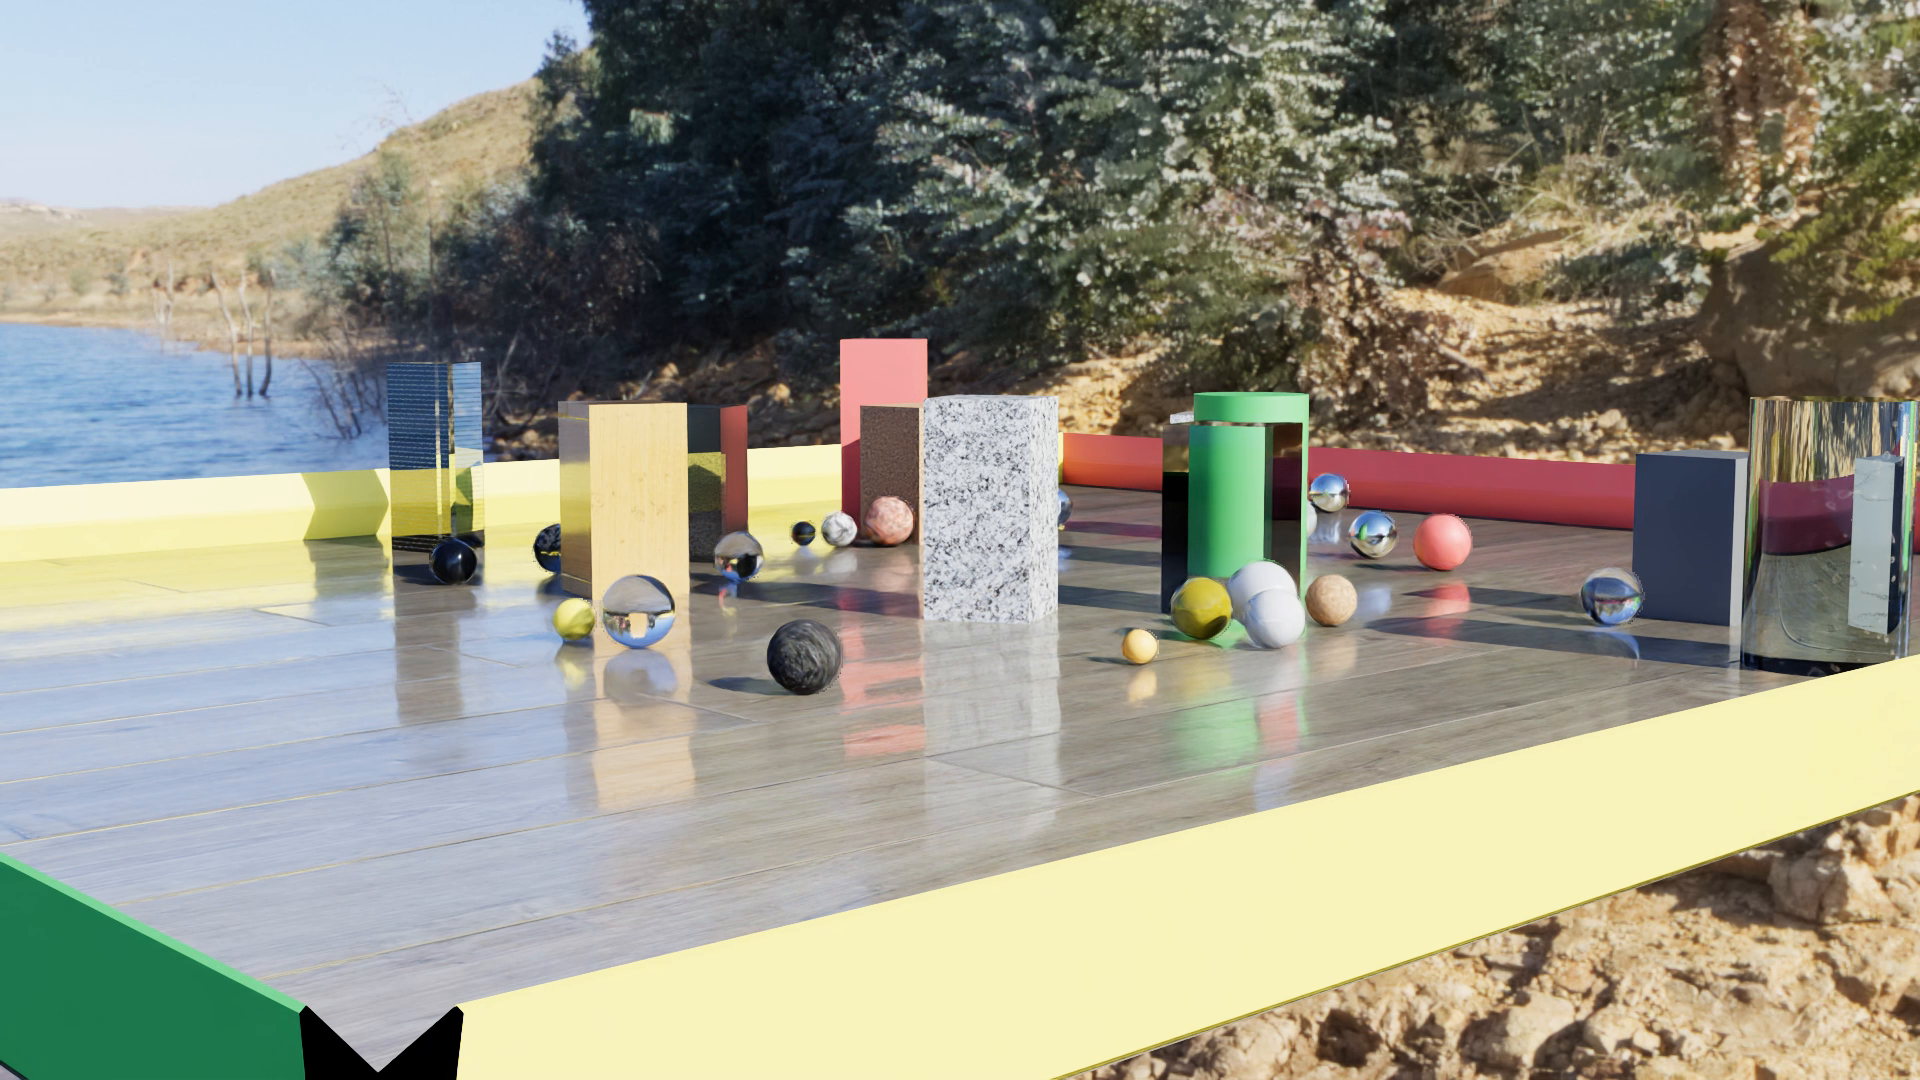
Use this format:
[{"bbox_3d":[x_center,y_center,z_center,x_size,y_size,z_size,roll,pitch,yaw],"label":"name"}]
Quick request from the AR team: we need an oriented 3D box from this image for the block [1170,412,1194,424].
[{"bbox_3d":[0.506,-0.128,4.334,0.158,0.242,0.158,2,6,16],"label":"block"}]

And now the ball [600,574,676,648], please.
[{"bbox_3d":[-0.426,0.093,2.908,0.099,0.099,0.099,0,6,0],"label":"ball"}]

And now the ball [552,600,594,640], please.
[{"bbox_3d":[-0.522,0.108,2.975,0.056,0.056,0.056,0,6,0],"label":"ball"}]

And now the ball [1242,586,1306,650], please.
[{"bbox_3d":[0.414,0.104,2.896,0.084,0.084,0.084,0,6,0],"label":"ball"}]

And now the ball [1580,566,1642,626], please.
[{"bbox_3d":[0.924,0.079,3.119,0.084,0.084,0.084,0,6,0],"label":"ball"}]

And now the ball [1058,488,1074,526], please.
[{"bbox_3d":[0.192,-0.066,4.518,0.081,0.081,0.081,0,6,0],"label":"ball"}]

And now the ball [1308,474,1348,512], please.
[{"bbox_3d":[0.812,-0.103,4.849,0.086,0.086,0.086,0,6,0],"label":"ball"}]

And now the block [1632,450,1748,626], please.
[{"bbox_3d":[1.095,-0.007,3.204,0.158,0.237,0.158,-5,8,-41],"label":"block"}]

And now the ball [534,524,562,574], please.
[{"bbox_3d":[-0.681,0.014,3.734,0.084,0.084,0.084,0,6,0],"label":"ball"}]

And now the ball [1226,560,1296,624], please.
[{"bbox_3d":[0.420,0.077,3.066,0.098,0.098,0.098,0,6,0],"label":"ball"}]

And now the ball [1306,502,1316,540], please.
[{"bbox_3d":[0.628,-0.039,4.178,0.098,0.098,0.098,0,6,0],"label":"ball"}]

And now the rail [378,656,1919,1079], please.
[{"bbox_3d":[1.046,0.151,2.205,3.613,0.128,0.045,-5,8,-42],"label":"rail"}]

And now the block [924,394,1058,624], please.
[{"bbox_3d":[0.047,-0.049,3.212,0.158,0.319,0.158,2,6,17],"label":"block"}]

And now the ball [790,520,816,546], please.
[{"bbox_3d":[-0.297,-0.013,4.172,0.047,0.047,0.047,0,6,0],"label":"ball"}]

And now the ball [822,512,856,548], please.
[{"bbox_3d":[-0.228,-0.019,4.147,0.066,0.066,0.066,0,6,0],"label":"ball"}]

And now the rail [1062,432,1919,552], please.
[{"bbox_3d":[1.310,-0.092,4.534,0.045,0.128,3.131,-5,8,-42],"label":"rail"}]

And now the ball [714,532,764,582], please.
[{"bbox_3d":[-0.364,0.027,3.623,0.083,0.083,0.083,0,6,0],"label":"ball"}]

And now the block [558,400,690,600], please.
[{"bbox_3d":[-0.533,-0.068,3.481,0.158,0.300,0.158,-3,7,-27],"label":"block"}]

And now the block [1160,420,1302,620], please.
[{"bbox_3d":[0.403,-0.033,3.251,0.158,0.279,0.158,3,7,28],"label":"block"}]

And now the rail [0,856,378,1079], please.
[{"bbox_3d":[-1.310,0.159,2.129,0.045,0.128,3.131,-5,8,-42],"label":"rail"}]

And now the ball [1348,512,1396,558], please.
[{"bbox_3d":[0.741,-0.009,3.952,0.085,0.085,0.085,0,6,0],"label":"ball"}]

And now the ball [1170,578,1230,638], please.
[{"bbox_3d":[0.327,0.093,2.984,0.081,0.081,0.081,0,6,0],"label":"ball"}]

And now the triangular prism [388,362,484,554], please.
[{"bbox_3d":[-0.948,-0.156,4.098,0.171,0.348,0.148,4,7,35],"label":"triangular prism"}]

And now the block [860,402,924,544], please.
[{"bbox_3d":[-0.083,-0.132,4.287,0.158,0.261,0.158,5,8,42],"label":"block"}]

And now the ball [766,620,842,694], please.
[{"bbox_3d":[-0.182,0.135,2.563,0.087,0.087,0.087,0,6,0],"label":"ball"}]

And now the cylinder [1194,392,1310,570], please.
[{"bbox_3d":[0.502,-0.102,3.806,0.197,0.301,0.197,0,6,0],"label":"cylinder"}]

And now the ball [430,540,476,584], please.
[{"bbox_3d":[-0.825,0.036,3.581,0.074,0.074,0.074,0,6,0],"label":"ball"}]

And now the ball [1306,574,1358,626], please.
[{"bbox_3d":[0.526,0.085,3.114,0.073,0.073,0.073,0,6,0],"label":"ball"}]

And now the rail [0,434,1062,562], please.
[{"bbox_3d":[-1.046,-0.084,4.459,3.613,0.128,0.045,-5,8,-42],"label":"rail"}]

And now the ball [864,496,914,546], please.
[{"bbox_3d":[-0.136,-0.035,4.157,0.094,0.094,0.094,0,6,0],"label":"ball"}]

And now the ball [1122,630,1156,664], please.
[{"bbox_3d":[0.226,0.135,2.777,0.044,0.044,0.044,0,6,0],"label":"ball"}]

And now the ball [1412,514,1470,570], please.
[{"bbox_3d":[0.825,0.005,3.767,0.097,0.097,0.097,0,6,0],"label":"ball"}]

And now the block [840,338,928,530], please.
[{"bbox_3d":[-0.155,-0.219,4.518,0.158,0.385,0.158,1,6,6],"label":"block"}]

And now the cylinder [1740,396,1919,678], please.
[{"bbox_3d":[1.086,-0.009,2.750,0.197,0.335,0.197,0,6,0],"label":"cylinder"}]

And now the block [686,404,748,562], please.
[{"bbox_3d":[-0.482,-0.105,3.967,0.158,0.273,0.158,1,6,12],"label":"block"}]
